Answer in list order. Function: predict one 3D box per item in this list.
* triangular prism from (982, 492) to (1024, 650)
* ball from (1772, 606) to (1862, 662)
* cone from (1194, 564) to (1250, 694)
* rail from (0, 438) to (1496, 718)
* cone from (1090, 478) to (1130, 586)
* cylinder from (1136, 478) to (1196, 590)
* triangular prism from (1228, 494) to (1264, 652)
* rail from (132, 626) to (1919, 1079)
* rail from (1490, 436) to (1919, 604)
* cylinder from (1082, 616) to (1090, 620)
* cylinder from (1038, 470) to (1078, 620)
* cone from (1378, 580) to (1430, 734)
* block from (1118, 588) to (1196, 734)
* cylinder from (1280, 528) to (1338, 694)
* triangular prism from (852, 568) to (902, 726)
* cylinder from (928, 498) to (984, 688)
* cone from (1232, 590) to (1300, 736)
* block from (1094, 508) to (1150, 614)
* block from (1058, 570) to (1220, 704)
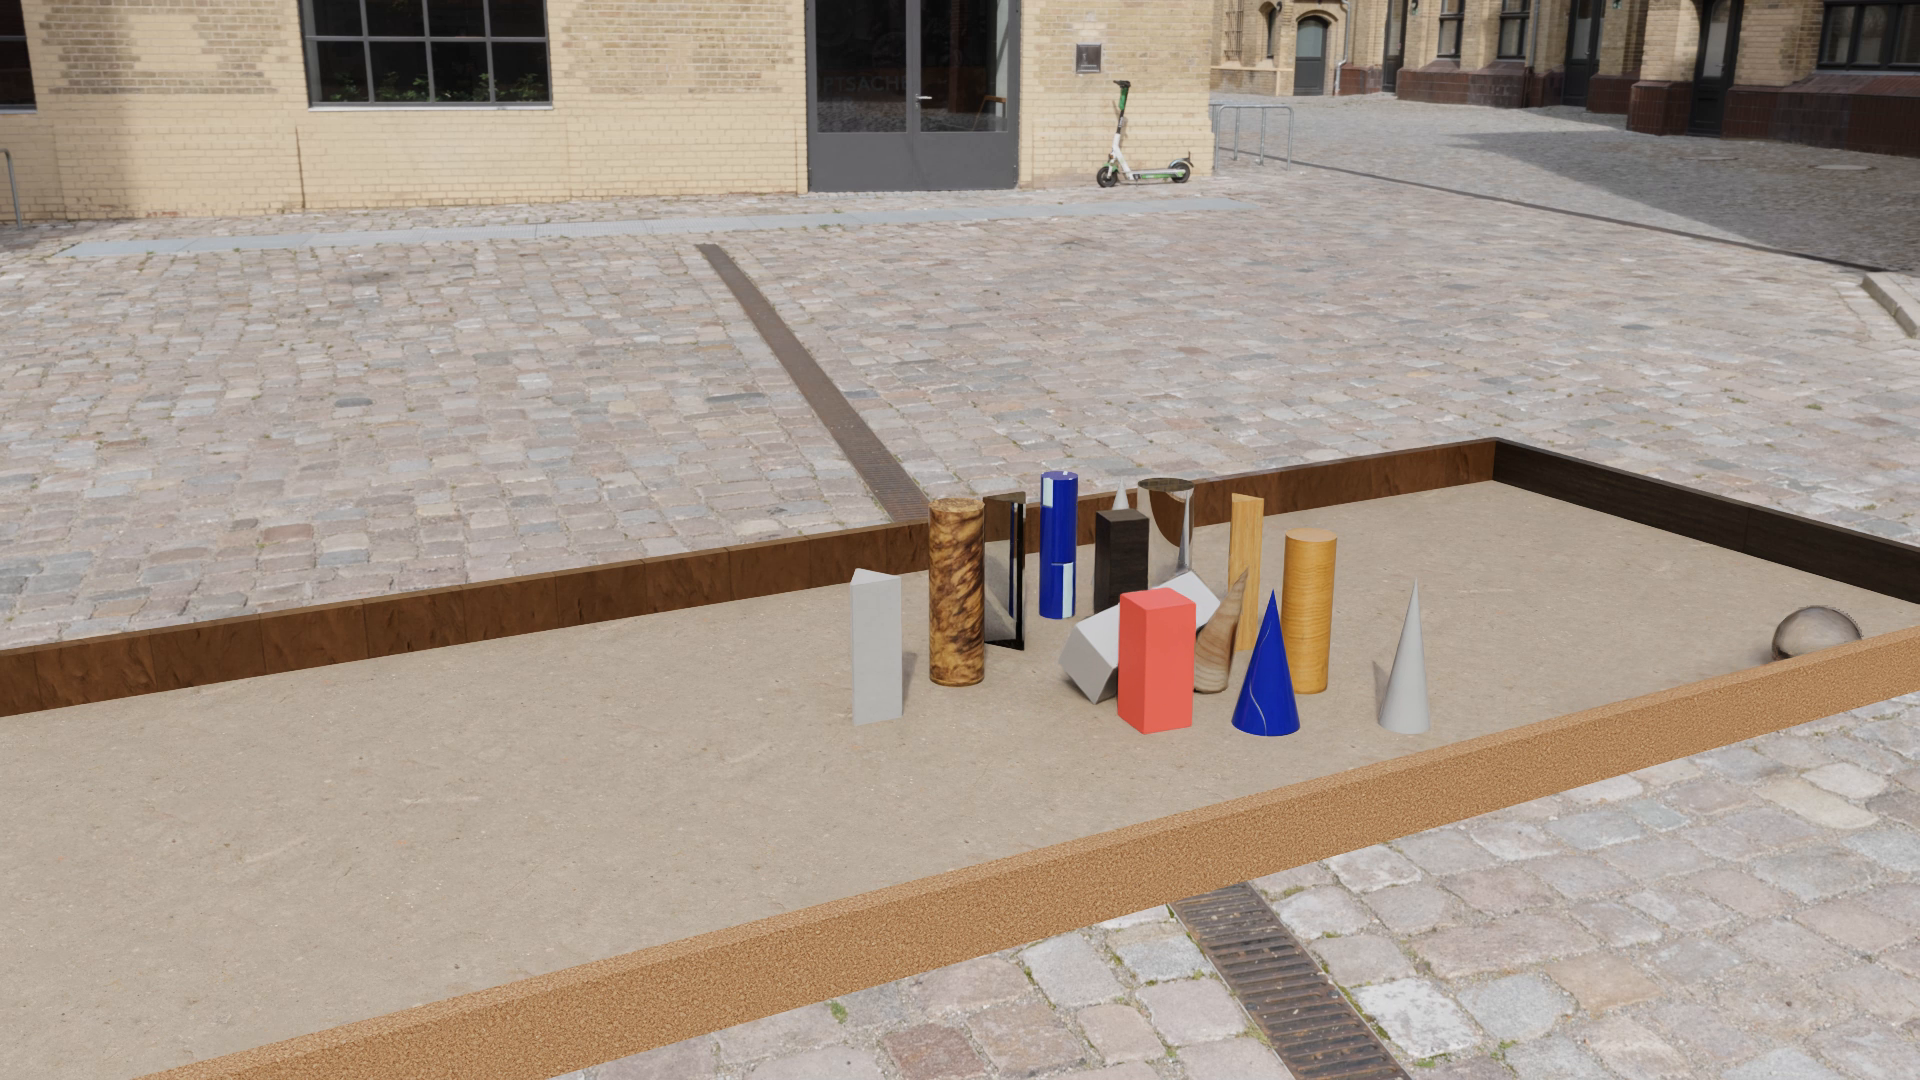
[{"bbox_3d":[0.141,0.077,4.380,0.128,0.402,0.111,10,19,30],"label":"triangular prism"},{"bbox_3d":[2.126,0.266,4.092,0.201,0.201,0.201,0,16,0],"label":"ball"},{"bbox_3d":[0.647,0.197,4.024,0.137,0.346,0.137,13,31,-8],"label":"cone"},{"bbox_3d":[-3.305,0.497,3.399,12.000,0.150,0.050,-9,18,-27],"label":"rail"},{"bbox_3d":[0.473,-0.030,4.861,0.168,0.336,0.168,0,16,0],"label":"cone"},{"bbox_3d":[0.568,0.027,4.595,0.158,0.376,0.158,0,16,0],"label":"cylinder"},{"bbox_3d":[0.729,0.084,4.341,0.092,0.410,0.080,-6,17,-20],"label":"triangular prism"},{"bbox_3d":[-2.336,1.006,1.665,12.000,0.150,0.050,-9,18,-27],"label":"rail"},{"bbox_3d":[2.466,-0.048,5.253,0.050,0.150,2.100,-9,18,-27],"label":"rail"},{"bbox_3d":[0.476,0.246,4.280,0.310,0.135,0.135,-7,18,-22],"label":"cylinder"},{"bbox_3d":[0.274,0.014,4.596,0.104,0.400,0.104,0,16,0],"label":"cylinder"},{"bbox_3d":[1.046,0.257,3.830,0.121,0.368,0.121,0,16,0],"label":"cone"},{"bbox_3d":[0.458,0.281,3.855,0.129,0.305,0.129,-7,18,-21],"label":"block"},{"bbox_3d":[0.854,0.175,4.063,0.124,0.392,0.124,0,16,0],"label":"cylinder"},{"bbox_3d":[-0.217,0.248,3.896,0.127,0.347,0.110,-8,18,-26],"label":"triangular prism"},{"bbox_3d":[-0.008,0.130,4.109,0.139,0.452,0.139,0,16,0],"label":"cylinder"},{"bbox_3d":[0.721,0.271,3.841,0.161,0.334,0.161,0,16,0],"label":"cone"},{"bbox_3d":[0.425,0.105,4.365,0.108,0.356,0.108,-5,17,-16],"label":"block"},{"bbox_3d":[0.456,0.239,4.081,0.397,0.147,0.147,-22,59,-33],"label":"block"}]
